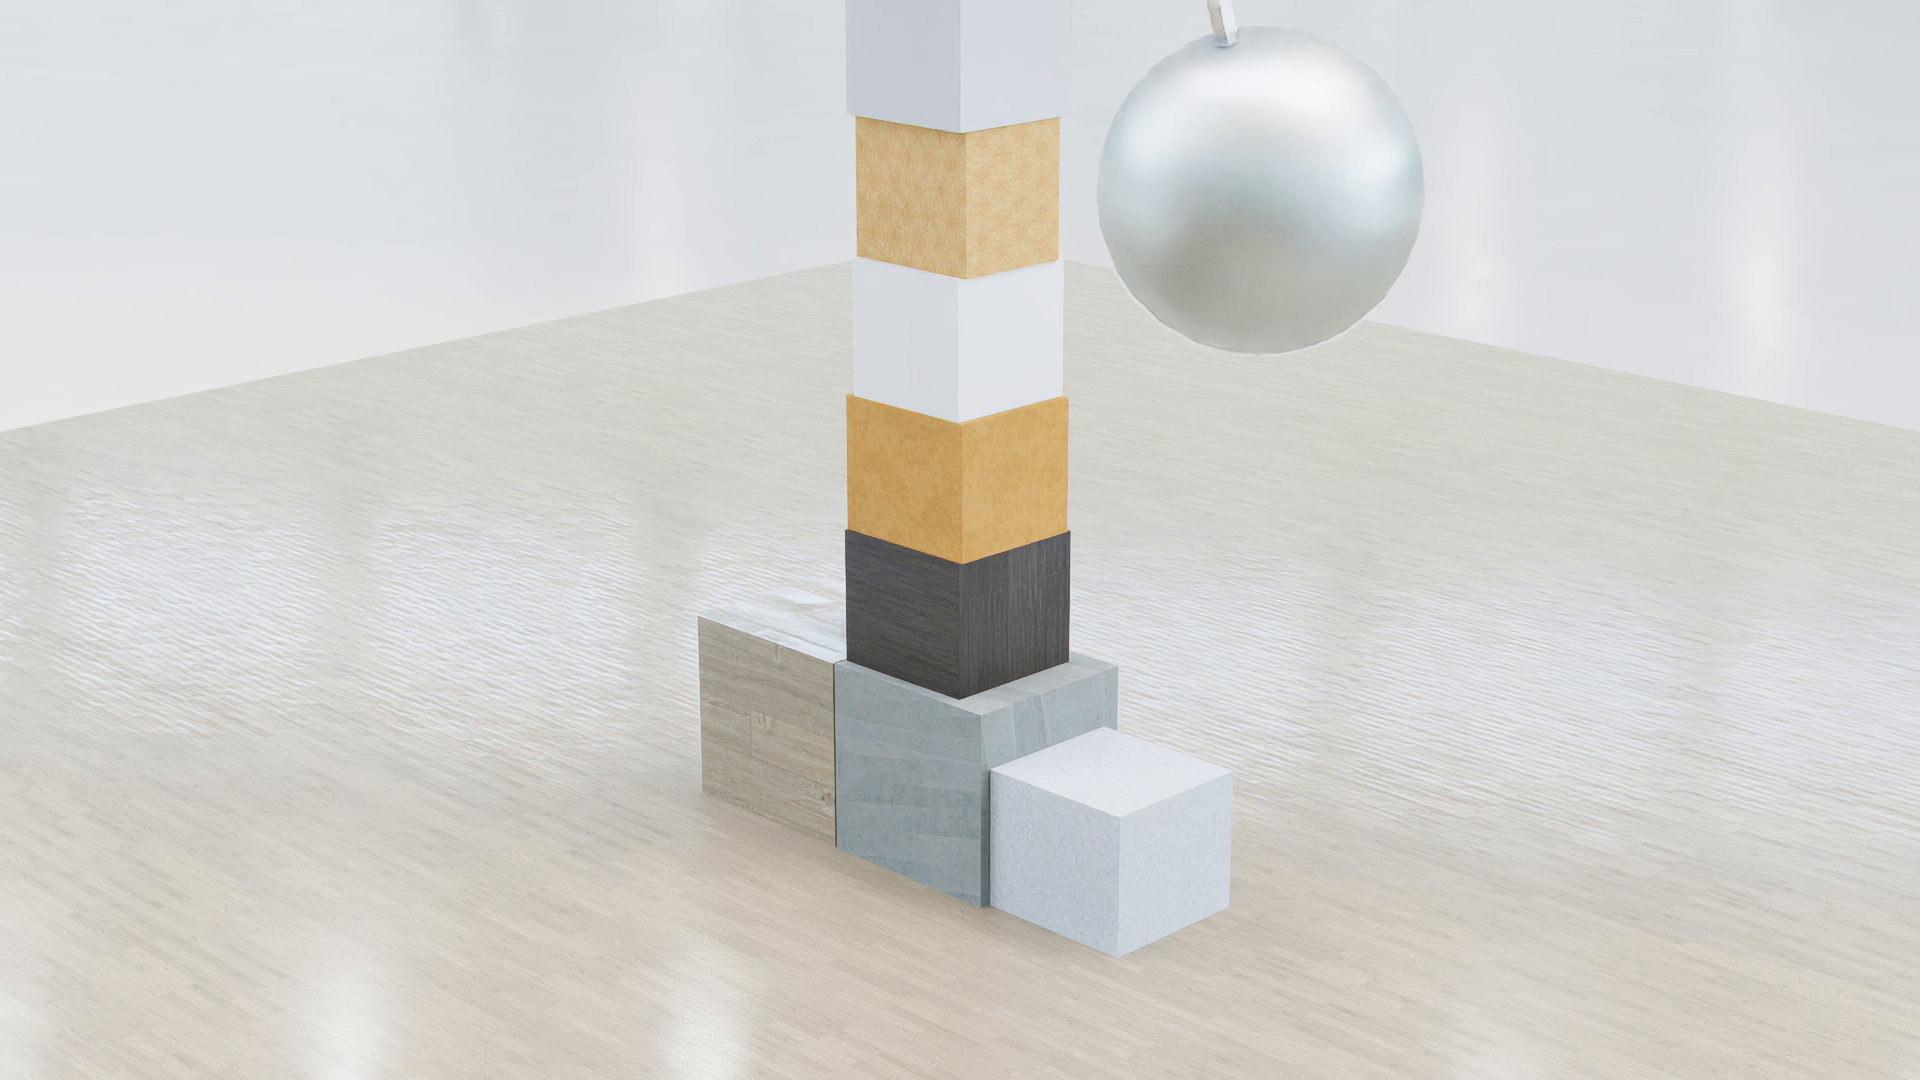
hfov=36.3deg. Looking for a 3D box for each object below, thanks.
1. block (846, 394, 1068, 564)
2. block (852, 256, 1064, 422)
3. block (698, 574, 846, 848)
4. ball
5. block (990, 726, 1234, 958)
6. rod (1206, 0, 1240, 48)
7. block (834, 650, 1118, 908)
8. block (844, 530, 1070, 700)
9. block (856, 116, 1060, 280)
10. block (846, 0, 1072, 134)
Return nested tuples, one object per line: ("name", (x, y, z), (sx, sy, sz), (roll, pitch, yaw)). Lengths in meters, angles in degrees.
("block", (-0.012, -0.344, 13.221), (0.673, 0.630, 0.737), (-17, 24, -42))
("block", (-0.008, -0.946, 13.036), (0.660, 0.629, 0.659), (-17, 24, -42))
("block", (-0.608, 0.807, 14.244), (0.896, 0.918, 0.962), (-17, 24, -42))
("ball", (1.467, -1.705, 14.343), (1.600, 1.600, 1.600), (0, 17, 0))
("block", (0.669, 1.327, 13.031), (0.744, 0.654, 0.770), (-17, 24, -42))
("rod", (0.636, -4.500, 12.594), (0.080, 5.200, 0.080), (17, 44, 42))
("block", (0.075, 1.011, 13.595), (0.898, 0.919, 0.946), (-17, 24, -42))
("block", (-0.010, 0.257, 13.412), (0.716, 0.631, 0.735), (-17, 24, -42))
("block", (-0.011, -1.547, 12.844), (0.576, 0.634, 0.683), (-17, 24, -42))
("block", (-0.006, -2.162, 12.656), (0.678, 0.652, 0.702), (-17, 24, -42))
